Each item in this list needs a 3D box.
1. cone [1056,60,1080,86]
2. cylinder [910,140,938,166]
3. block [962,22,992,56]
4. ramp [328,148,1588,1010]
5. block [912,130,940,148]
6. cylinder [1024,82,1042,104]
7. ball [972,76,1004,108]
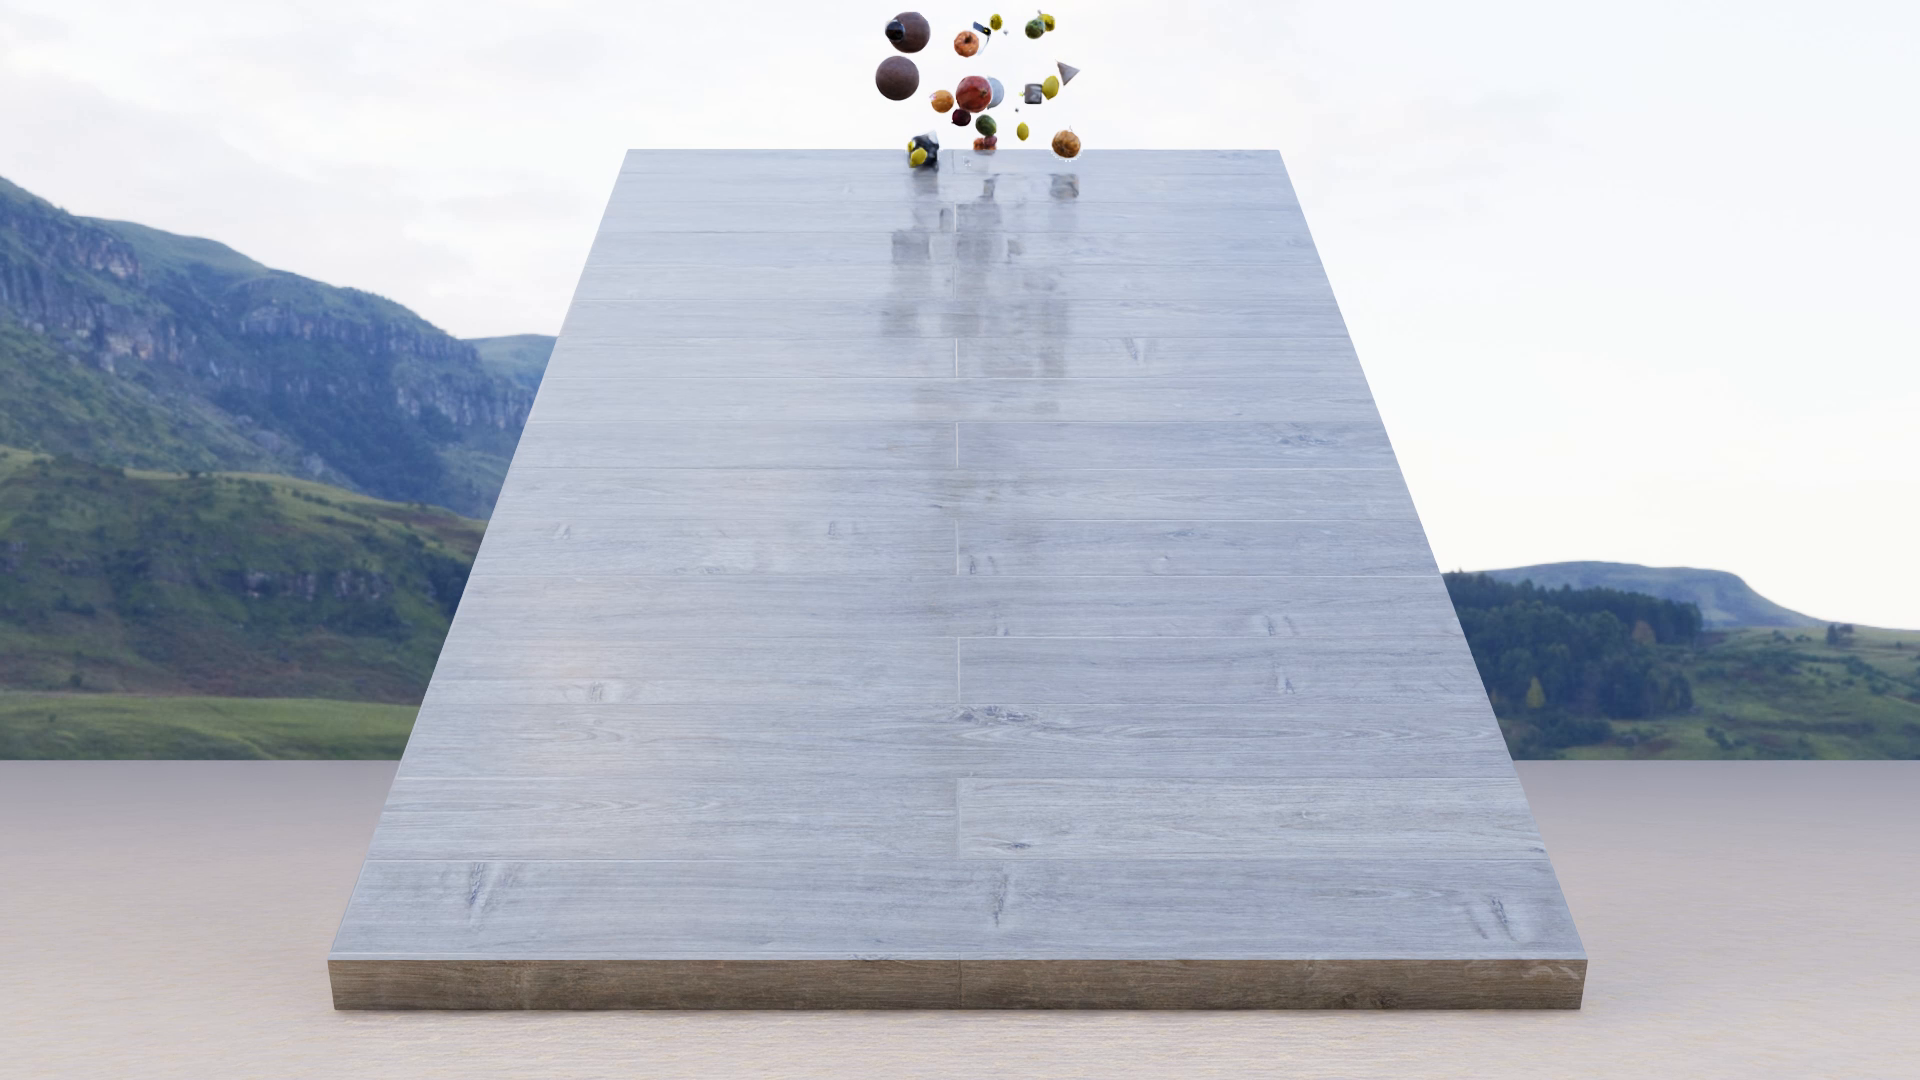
[{"bbox_3d":[0.299,-1.353,6.848,0.072,0.072,0.072,-43,6,5],"label":"cone"},{"bbox_3d":[-0.106,-1.160,7.148,0.072,0.072,0.072,9,-6,-6],"label":"cylinder"},{"bbox_3d":[0.051,-1.504,7.148,0.061,0.061,0.061,23,-37,-13],"label":"block"},{"bbox_3d":[-0.011,-0.223,5.572,2.000,0.100,4.000,0,28,0],"label":"ramp"},{"bbox_3d":[-0.104,-1.204,7.225,0.059,0.059,0.059,-9,18,25],"label":"block"},{"bbox_3d":[0.212,-1.289,6.883,0.053,0.053,0.053,2,0,0],"label":"cylinder"},{"bbox_3d":[0.087,-1.354,7.211,0.096,0.096,0.096,0,-5,0],"label":"ball"}]
